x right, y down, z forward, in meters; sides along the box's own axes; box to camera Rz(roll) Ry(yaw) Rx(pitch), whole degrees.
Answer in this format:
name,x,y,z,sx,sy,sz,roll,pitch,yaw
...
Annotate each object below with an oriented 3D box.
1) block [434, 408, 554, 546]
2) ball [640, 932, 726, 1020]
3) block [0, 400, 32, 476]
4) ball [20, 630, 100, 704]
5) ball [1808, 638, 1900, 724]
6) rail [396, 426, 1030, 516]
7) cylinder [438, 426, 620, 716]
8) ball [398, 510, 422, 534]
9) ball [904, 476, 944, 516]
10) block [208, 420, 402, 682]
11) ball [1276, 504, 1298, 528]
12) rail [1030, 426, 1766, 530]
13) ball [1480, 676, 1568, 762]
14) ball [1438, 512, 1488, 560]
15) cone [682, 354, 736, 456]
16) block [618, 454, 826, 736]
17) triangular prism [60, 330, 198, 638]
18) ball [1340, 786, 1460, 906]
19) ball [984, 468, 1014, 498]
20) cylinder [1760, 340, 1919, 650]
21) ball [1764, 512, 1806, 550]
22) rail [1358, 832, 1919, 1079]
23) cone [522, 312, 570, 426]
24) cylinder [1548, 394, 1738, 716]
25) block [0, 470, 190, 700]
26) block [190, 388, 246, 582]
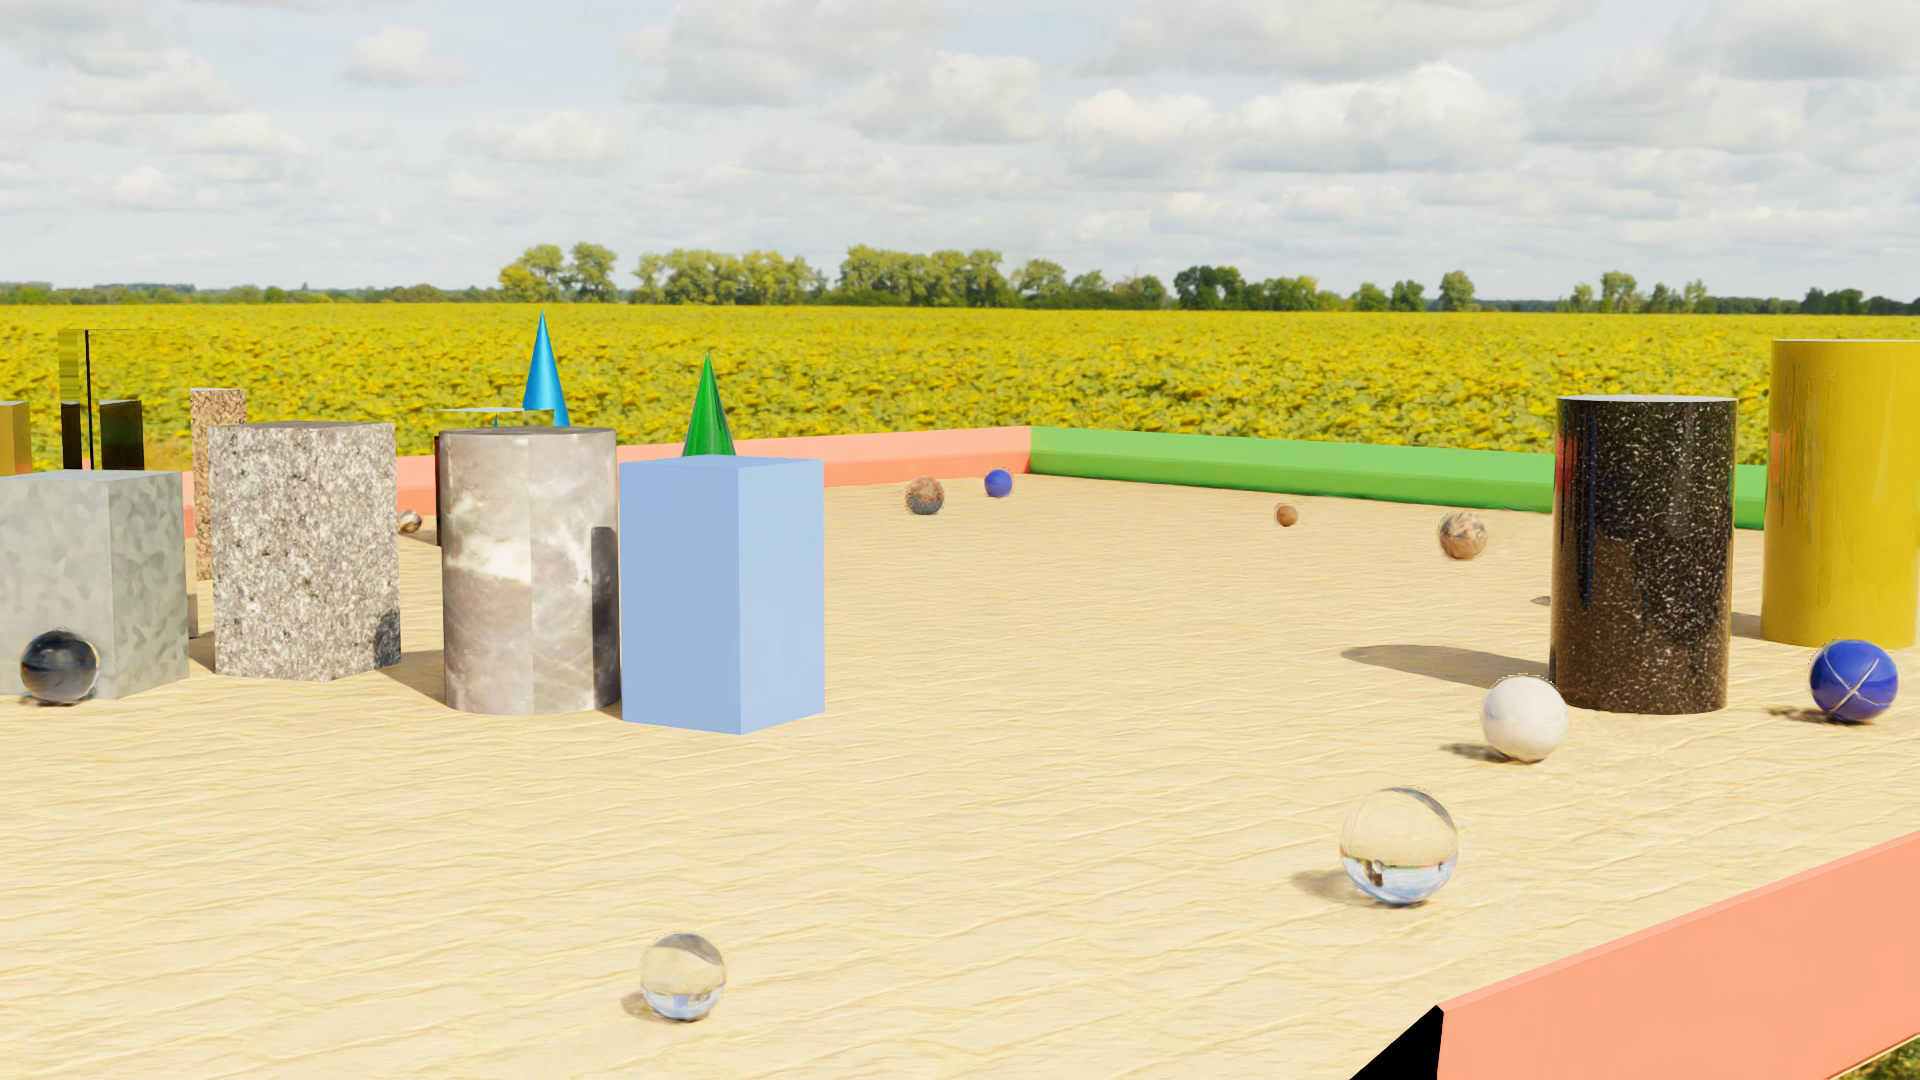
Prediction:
name,x,y,z,sx,sy,sz,roll,pitch,yaw
block,-0.882,-0.119,4.179,0.158,0.258,0.158,4,7,30
ball,-0.174,0.275,1.385,0.054,0.054,0.054,0,6,0
block,-1.469,-0.048,3.258,0.158,0.308,0.158,-2,6,-14
ball,-1.017,0.143,2.486,0.085,0.085,0.085,0,6,0
ball,0.966,0.153,2.378,0.092,0.092,0.092,0,6,0
rail,-1.250,-0.107,4.680,3.973,0.129,0.045,-5,8,-42
cylinder,-0.489,0.030,2.508,0.198,0.309,0.198,0,6,0
ball,-1.103,-0.037,4.407,0.048,0.048,0.048,0,6,0
ball,-0.076,-0.095,4.777,0.087,0.087,0.087,0,6,0
block,-0.810,0.009,2.727,0.158,0.305,0.158,2,6,20
ball,0.674,-0.050,4.534,0.047,0.047,0.047,0,6,0
rail,1.443,-0.105,4.656,0.045,0.129,3.735,-5,8,-42
ball,0.559,0.177,2.178,0.084,0.084,0.084,0,6,0
ball,0.900,-0.007,3.933,0.086,0.086,0.086,0,6,0
cone,-0.437,-0.141,3.825,0.198,0.376,0.198,0,6,0
block,-0.259,0.054,2.406,0.158,0.282,0.158,3,7,30
triangular prism,-1.105,-0.072,2.949,0.148,0.419,0.171,-3,7,-30
ball,0.330,0.230,1.655,0.089,0.089,0.089,0,6,0
ball,0.092,-0.134,5.227,0.071,0.071,0.071,0,6,0
cylinder,1.193,-0.067,2.970,0.198,0.405,0.198,0,6,0
ball,1.536,-0.017,4.095,0.072,0.072,0.072,0,6,0
rail,1.250,0.174,1.984,3.973,0.129,0.045,-5,8,-42
cone,-0.839,-0.242,4.440,0.198,0.449,0.198,0,6,0
cylinder,0.778,0.011,2.509,0.198,0.346,0.198,0,6,0
block,-1.031,0.049,2.603,0.158,0.252,0.158,1,6,11
block,-1.308,-0.095,3.681,0.158,0.313,0.158,4,7,32
